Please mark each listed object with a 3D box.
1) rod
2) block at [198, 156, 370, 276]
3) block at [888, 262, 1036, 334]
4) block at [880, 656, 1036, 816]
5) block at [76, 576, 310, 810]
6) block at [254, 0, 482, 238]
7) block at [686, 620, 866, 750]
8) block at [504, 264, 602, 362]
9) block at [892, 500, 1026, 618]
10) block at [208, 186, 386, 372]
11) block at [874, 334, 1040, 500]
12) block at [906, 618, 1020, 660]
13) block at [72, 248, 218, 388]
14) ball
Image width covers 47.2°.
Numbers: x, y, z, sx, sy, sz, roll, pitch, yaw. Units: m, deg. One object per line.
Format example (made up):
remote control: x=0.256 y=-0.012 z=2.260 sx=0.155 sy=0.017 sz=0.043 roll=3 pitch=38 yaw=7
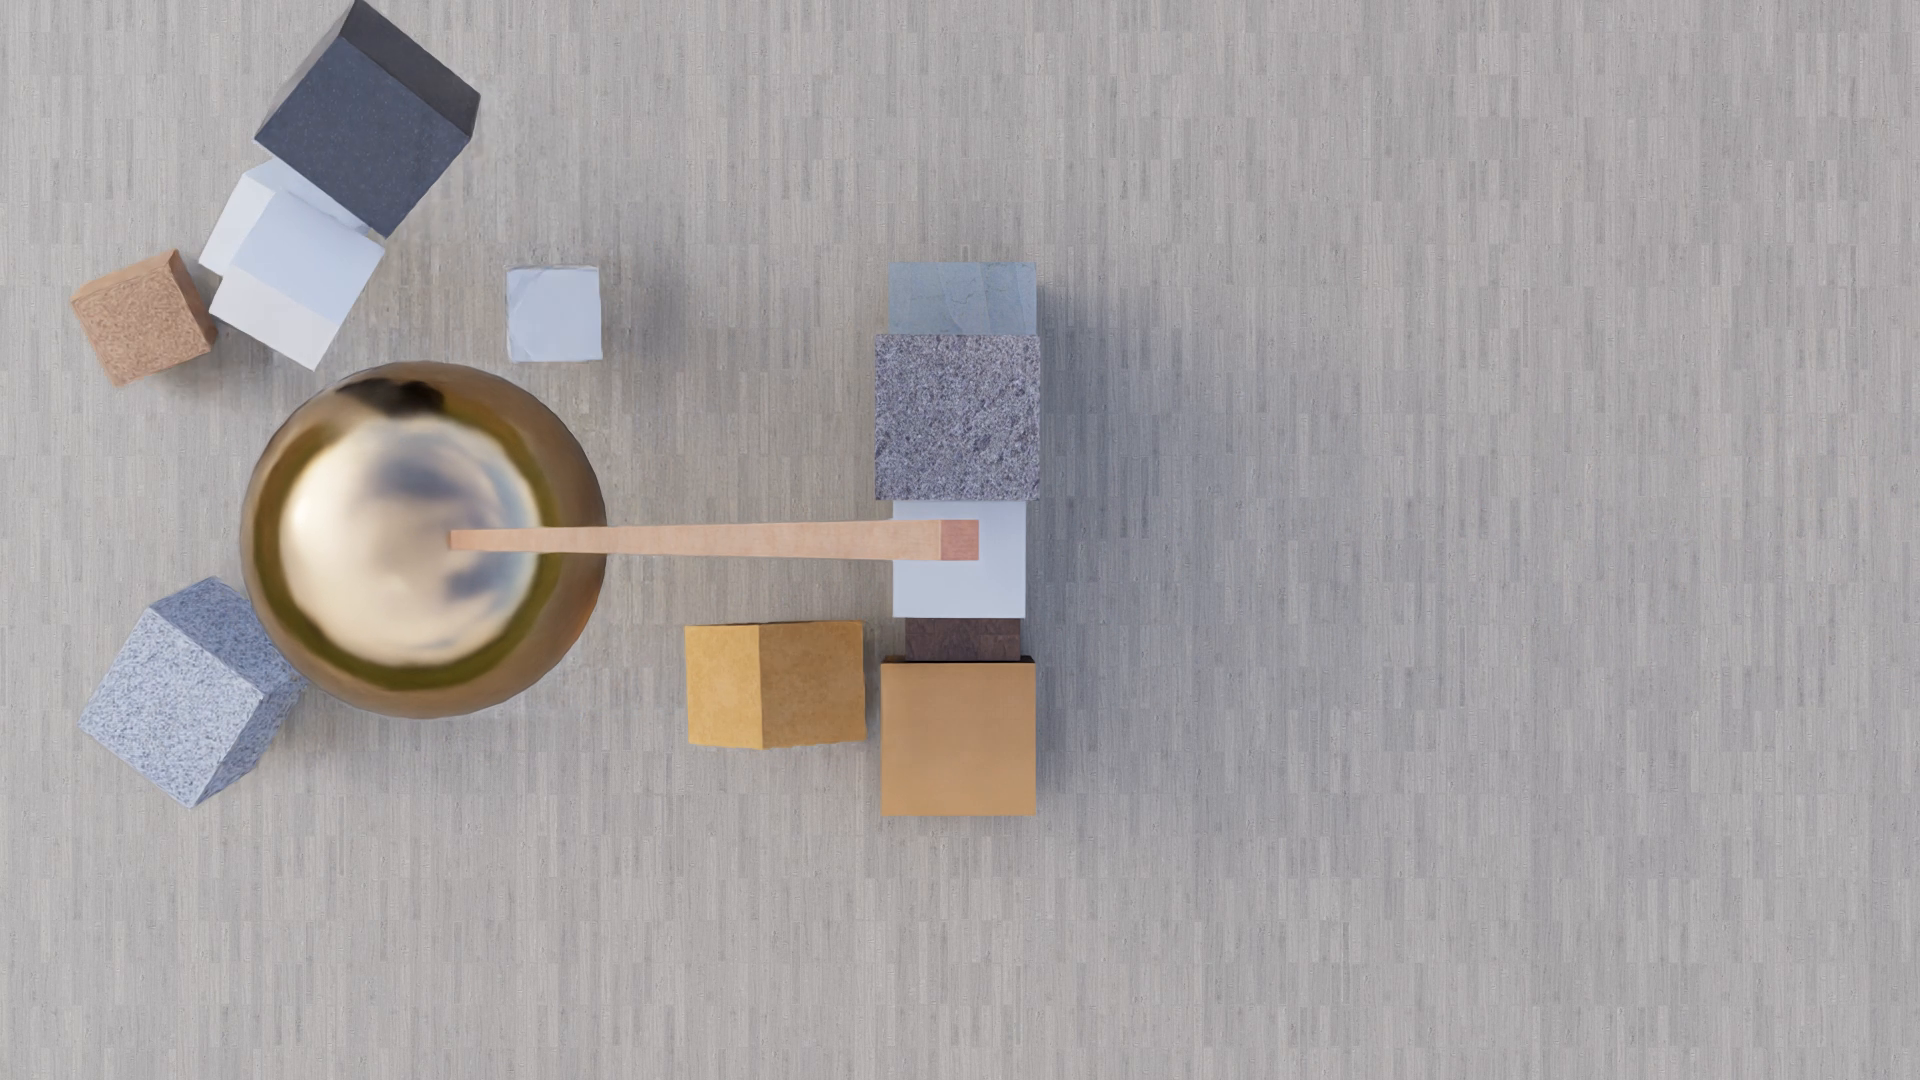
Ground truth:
rod: x=-1.029 y=0.000 z=6.670 sx=0.080 sy=5.200 sz=0.080 roll=0 pitch=90 yaw=-23
block: x=-3.632 y=-1.642 z=11.915 sx=0.601 sy=0.601 sz=0.556 roll=31 pitch=108 yaw=-8
block: x=0.015 y=-1.109 z=12.536 sx=0.810 sy=0.928 sz=0.834 roll=0 pitch=90 yaw=0
block: x=-0.010 y=1.105 z=12.590 sx=0.856 sy=0.820 sz=0.844 roll=0 pitch=90 yaw=0
block: x=-4.233 y=0.842 z=12.285 sx=0.793 sy=0.706 sz=0.851 roll=37 pitch=107 yaw=1
block: x=-2.518 y=-1.815 z=9.413 sx=0.664 sy=0.686 sz=0.576 roll=38 pitch=106 yaw=-23
block: x=-1.037 y=0.799 z=12.306 sx=0.665 sy=0.811 sz=0.665 roll=-1 pitch=88 yaw=-36
block: x=-2.306 y=-1.285 z=12.431 sx=0.500 sy=0.583 sz=0.505 roll=-3 pitch=100 yaw=-13
block: x=-0.004 y=0.092 z=11.907 sx=0.696 sy=0.686 sz=0.632 roll=0 pitch=90 yaw=0
block: x=-2.844 y=-1.113 z=9.430 sx=0.502 sy=0.493 sz=0.434 roll=31 pitch=59 yaw=-16
block: x=-0.013 y=-0.650 z=11.635 sx=0.840 sy=0.878 sz=0.842 roll=0 pitch=93 yaw=0
block: x=0.015 y=0.297 z=12.625 sx=0.642 sy=0.750 sz=0.751 roll=0 pitch=90 yaw=0
block: x=-4.651 y=-1.275 z=12.579 sx=0.558 sy=0.582 sz=0.539 roll=-23 pitch=110 yaw=-7
ball: x=-2.375 y=0.000 z=9.792 sx=1.600 sy=1.600 sz=1.600 roll=0 pitch=90 yaw=0
